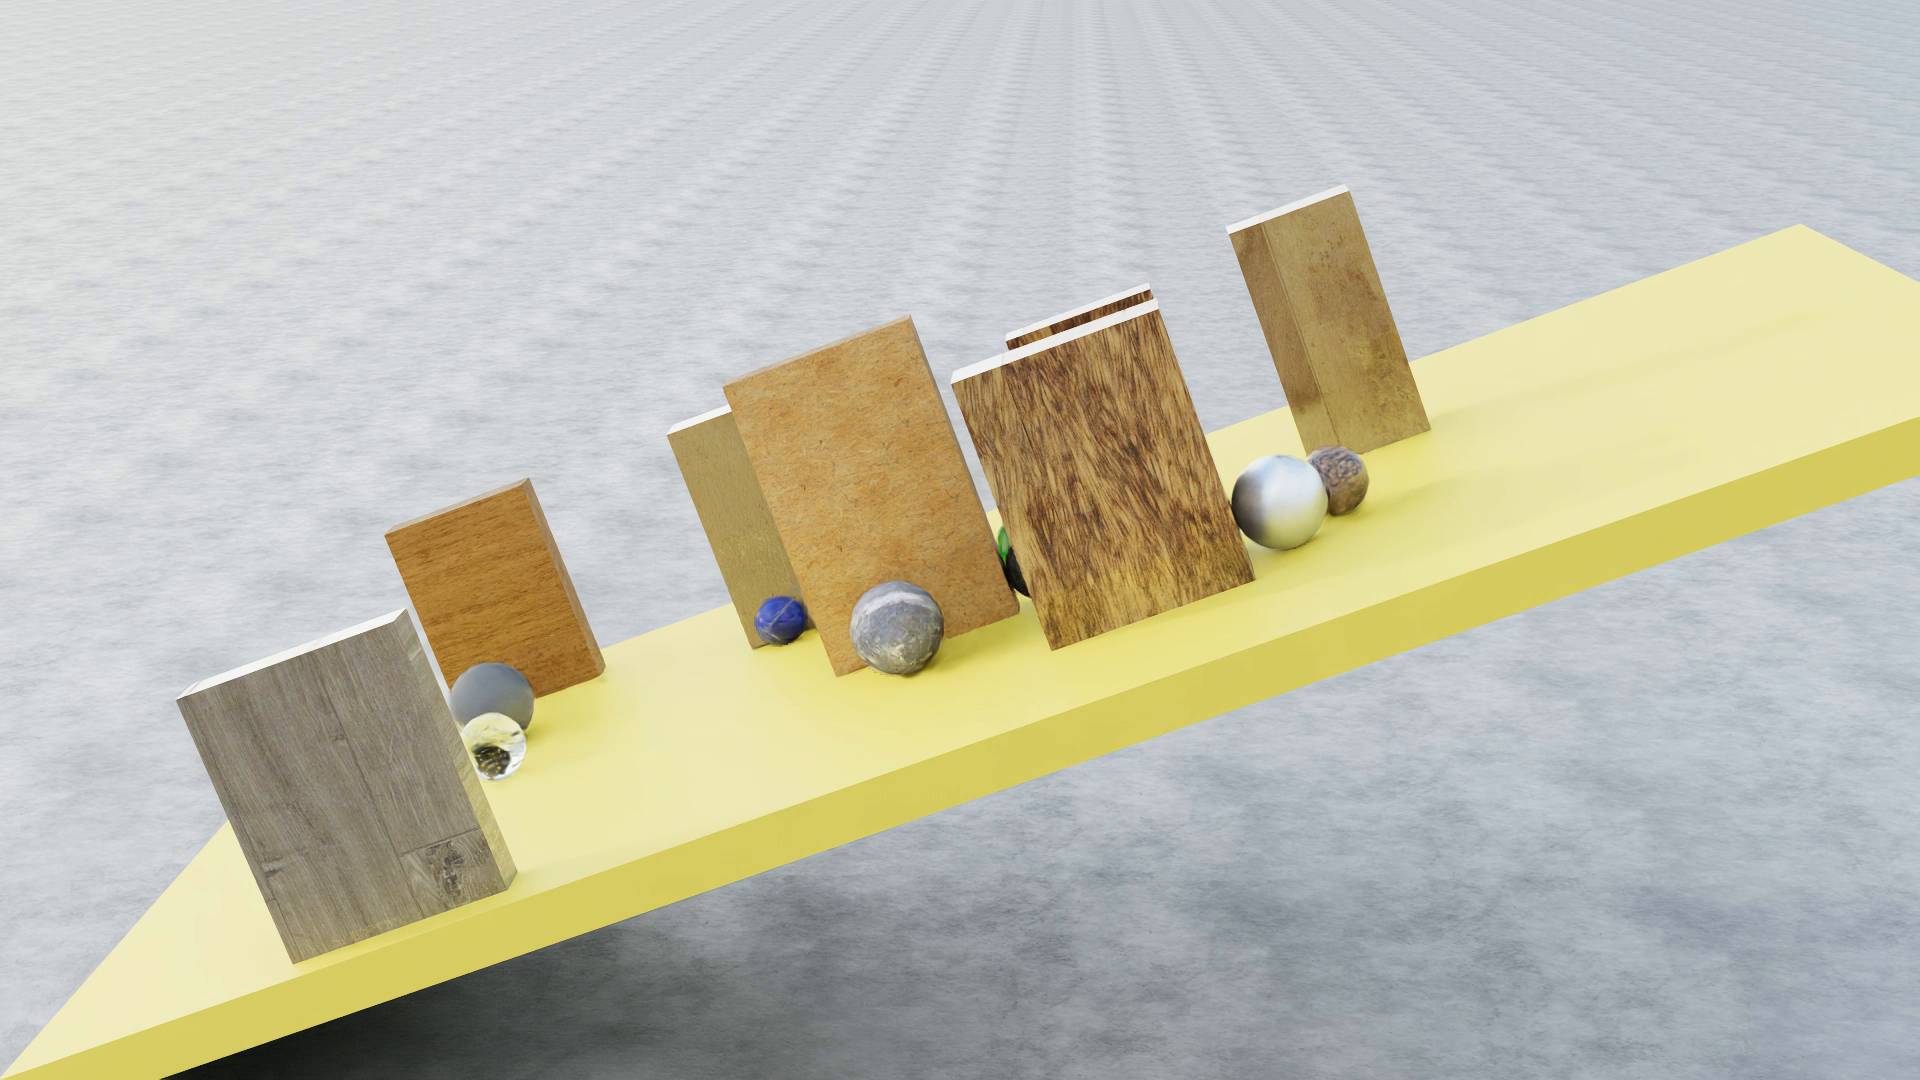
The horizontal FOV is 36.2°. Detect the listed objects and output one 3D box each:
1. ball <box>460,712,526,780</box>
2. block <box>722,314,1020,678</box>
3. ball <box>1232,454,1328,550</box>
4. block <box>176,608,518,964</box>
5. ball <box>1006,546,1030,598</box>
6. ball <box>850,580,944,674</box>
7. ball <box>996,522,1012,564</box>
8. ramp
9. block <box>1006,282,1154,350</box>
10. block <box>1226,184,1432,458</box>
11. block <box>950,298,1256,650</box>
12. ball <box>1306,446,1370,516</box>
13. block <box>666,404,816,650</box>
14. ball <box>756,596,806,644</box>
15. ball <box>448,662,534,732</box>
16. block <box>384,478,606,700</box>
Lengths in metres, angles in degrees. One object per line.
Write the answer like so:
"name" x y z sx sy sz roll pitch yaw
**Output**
"ball" -1.018 0.450 6.403 0.147 0.147 0.147 0 13 0
"block" -0.181 -0.089 6.130 0.409 0.660 0.080 -20 11 6
"ball" 0.633 -0.077 5.827 0.190 0.190 0.190 0 13 0
"block" -1.150 0.465 5.536 0.443 0.554 0.104 -20 11 6
"ball" 0.169 0.052 6.155 0.148 0.148 0.148 0 13 0
"ball" -0.128 0.178 5.984 0.191 0.191 0.191 0 13 0
"ball" 0.158 0.008 6.352 0.158 0.158 0.158 0 13 0
"ramp" 0.116 0.176 6.297 4.000 0.100 2.000 -20 11 6
"block" 0.334 -0.191 5.910 0.303 0.575 0.095 -20 11 6
"block" 0.801 -0.461 6.397 0.271 0.552 0.126 -20 11 6
"block" 0.281 -0.127 5.731 0.422 0.564 0.142 -20 11 6
"ball" 0.754 -0.120 5.933 0.142 0.142 0.142 0 13 0
"block" -0.363 -0.078 6.721 0.435 0.534 0.125 -20 11 6
"ball" -0.406 0.181 6.661 0.111 0.111 0.111 0 13 0
"ball" -1.070 0.376 6.720 0.194 0.194 0.194 0 13 0
"block" -1.118 0.147 7.089 0.357 0.500 0.096 -20 11 6
